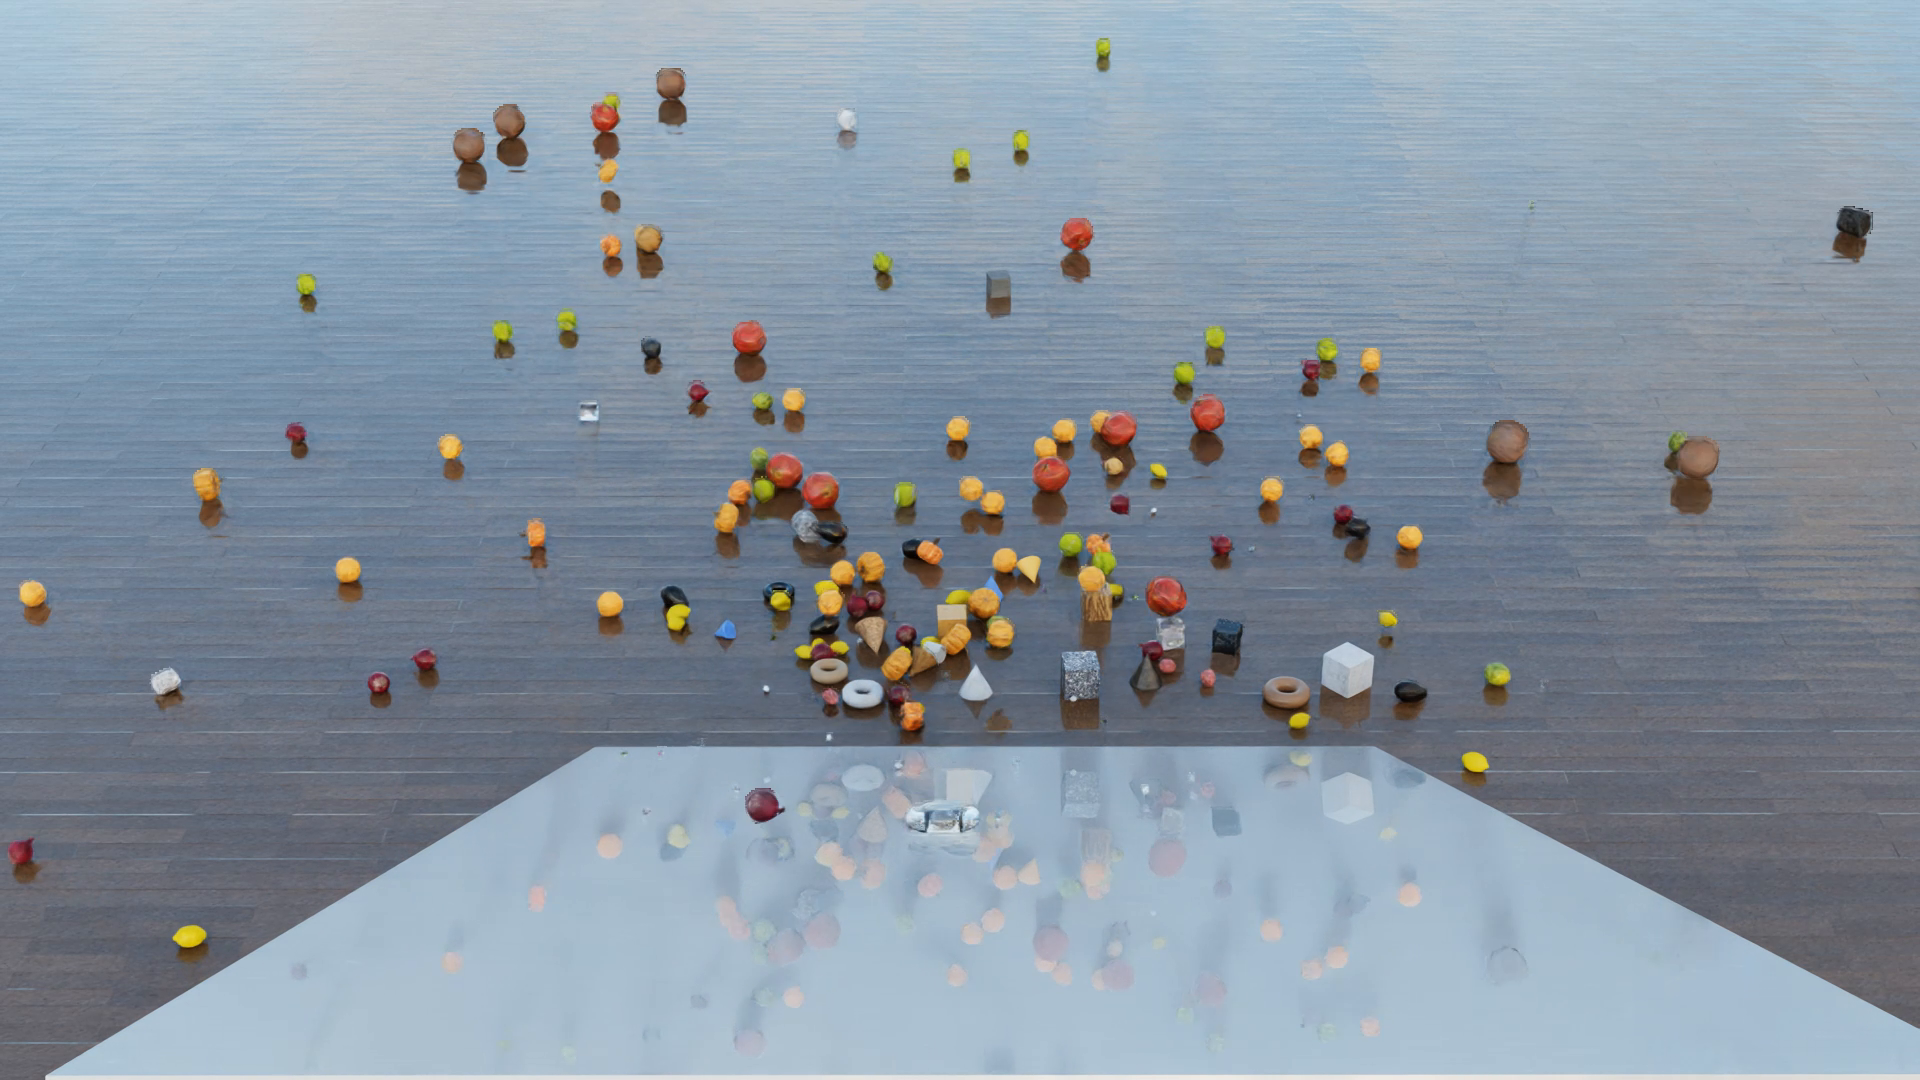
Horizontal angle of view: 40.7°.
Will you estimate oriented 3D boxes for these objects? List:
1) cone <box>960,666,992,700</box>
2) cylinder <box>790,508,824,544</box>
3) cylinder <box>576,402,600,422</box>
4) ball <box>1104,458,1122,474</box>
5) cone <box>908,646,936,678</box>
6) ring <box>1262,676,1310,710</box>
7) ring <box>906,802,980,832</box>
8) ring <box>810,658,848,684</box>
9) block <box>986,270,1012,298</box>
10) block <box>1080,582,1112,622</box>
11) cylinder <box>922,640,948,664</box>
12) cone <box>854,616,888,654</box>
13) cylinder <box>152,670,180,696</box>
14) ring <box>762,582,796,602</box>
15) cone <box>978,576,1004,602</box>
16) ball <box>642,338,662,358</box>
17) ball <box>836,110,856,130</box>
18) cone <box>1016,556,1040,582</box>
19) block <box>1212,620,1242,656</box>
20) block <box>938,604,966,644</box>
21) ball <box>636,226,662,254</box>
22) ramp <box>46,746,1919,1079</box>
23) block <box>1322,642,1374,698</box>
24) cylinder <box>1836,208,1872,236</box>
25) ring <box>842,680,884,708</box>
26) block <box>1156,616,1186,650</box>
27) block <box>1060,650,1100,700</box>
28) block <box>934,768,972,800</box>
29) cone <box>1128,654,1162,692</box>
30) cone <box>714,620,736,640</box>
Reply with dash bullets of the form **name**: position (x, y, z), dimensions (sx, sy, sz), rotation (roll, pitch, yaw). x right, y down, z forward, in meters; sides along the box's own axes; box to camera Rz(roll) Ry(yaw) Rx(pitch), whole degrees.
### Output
- **cone**: position (0.043, 0.374, 7.004), dimensions (0.090, 0.090, 0.090), rotation (0, 29, 0)
- **cylinder**: position (-0.459, -0.041, 7.757), dimensions (0.075, 0.075, 0.075), rotation (-15, 44, -25)
- **cylinder**: position (-1.214, -0.419, 8.445), dimensions (0.057, 0.057, 0.057), rotation (-10, 26, 18)
- **ball**: position (0.482, -0.232, 8.118), dimensions (0.055, 0.055, 0.055), rotation (0, 29, 0)
- **cone**: position (-0.119, 0.348, 7.105), dimensions (0.079, 0.079, 0.079), rotation (20, 62, 32)
- **ring**: position (0.882, 0.412, 6.983), dimensions (0.131, 0.044, 0.131), rotation (-1, 28, 0)
- **ring**: position (-0.031, 0.515, 4.801), dimensions (0.137, 0.046, 0.137), rotation (-1, 1, 0)
- **ring**: position (-0.358, 0.359, 7.085), dimensions (0.107, 0.036, 0.107), rotation (1, 28, 0)
- **block**: position (0.140, -0.924, 9.331), dimensions (0.073, 0.073, 0.073), rotation (-7, 30, -12)
- **block**: position (0.387, 0.175, 7.368), dimensions (0.080, 0.080, 0.080), rotation (-3, 29, -5)
- **cylinder**: position (-0.072, 0.310, 7.156), dimensions (0.052, 0.052, 0.052), rotation (27, 38, 24)
- **cone**: position (-0.239, 0.280, 7.219), dimensions (0.095, 0.095, 0.095), rotation (-6, 56, -10)
- **cylinder**: position (-2.154, 0.386, 7.018), dimensions (0.054, 0.054, 0.054), rotation (23, 37, 35)
- **ring**: position (-0.523, 0.150, 7.462), dimensions (0.094, 0.031, 0.094), rotation (1, 29, -1)
- **cone**: position (0.090, 0.132, 7.454), dimensions (0.071, 0.071, 0.071), rotation (0, 29, 0)
- **ball**: position (-1.057, -0.659, 8.866), dimensions (0.066, 0.066, 0.066), rotation (0, 29, 0)
- **ball**: position (-0.472, -1.753, 10.797), dimensions (0.084, 0.084, 0.084), rotation (0, 29, 0)
- **cone**: position (0.209, 0.098, 7.553), dimensions (0.074, 0.074, 0.074), rotation (-7, 57, -12)
- **block**: position (0.744, 0.272, 7.209), dimensions (0.067, 0.067, 0.067), rotation (11, 31, 18)
- **block**: position (-0.023, 0.237, 7.258), dimensions (0.080, 0.080, 0.080), rotation (-1, 29, -2)
- **ball**: position (-1.162, -1.120, 9.649), dimensions (0.100, 0.100, 0.100), rotation (0, 29, 0)
- **ramp**: position (0.066, 0.588, 4.639), dimensions (2.000, 0.100, 4.000), rotation (0, 0, 0)
- **block**: position (1.054, 0.354, 7.033), dimensions (0.096, 0.096, 0.096), rotation (-23, 37, -35)
- **cylinder**: position (3.391, -1.205, 9.809), dimensions (0.090, 0.090, 0.090), rotation (-24, 36, -36)
- **ring**: position (-0.262, 0.416, 6.981), dimensions (0.116, 0.039, 0.116), rotation (0, 28, 0)
- **block**: position (0.588, 0.261, 7.225), dimensions (0.065, 0.065, 0.065), rotation (-5, 26, -9)
- **block**: position (0.326, 0.367, 7.012), dimensions (0.094, 0.094, 0.094), rotation (-3, 29, -5)
- **block**: position (-0.014, 0.506, 5.369), dimensions (0.059, 0.059, 0.059), rotation (0, 0, -27)
- **cone**: position (0.508, 0.348, 7.045), dimensions (0.093, 0.093, 0.093), rotation (0, 29, 0)
- **cone**: position (-0.670, 0.259, 7.273), dimensions (0.057, 0.057, 0.057), rotation (-18, 22, 26)
